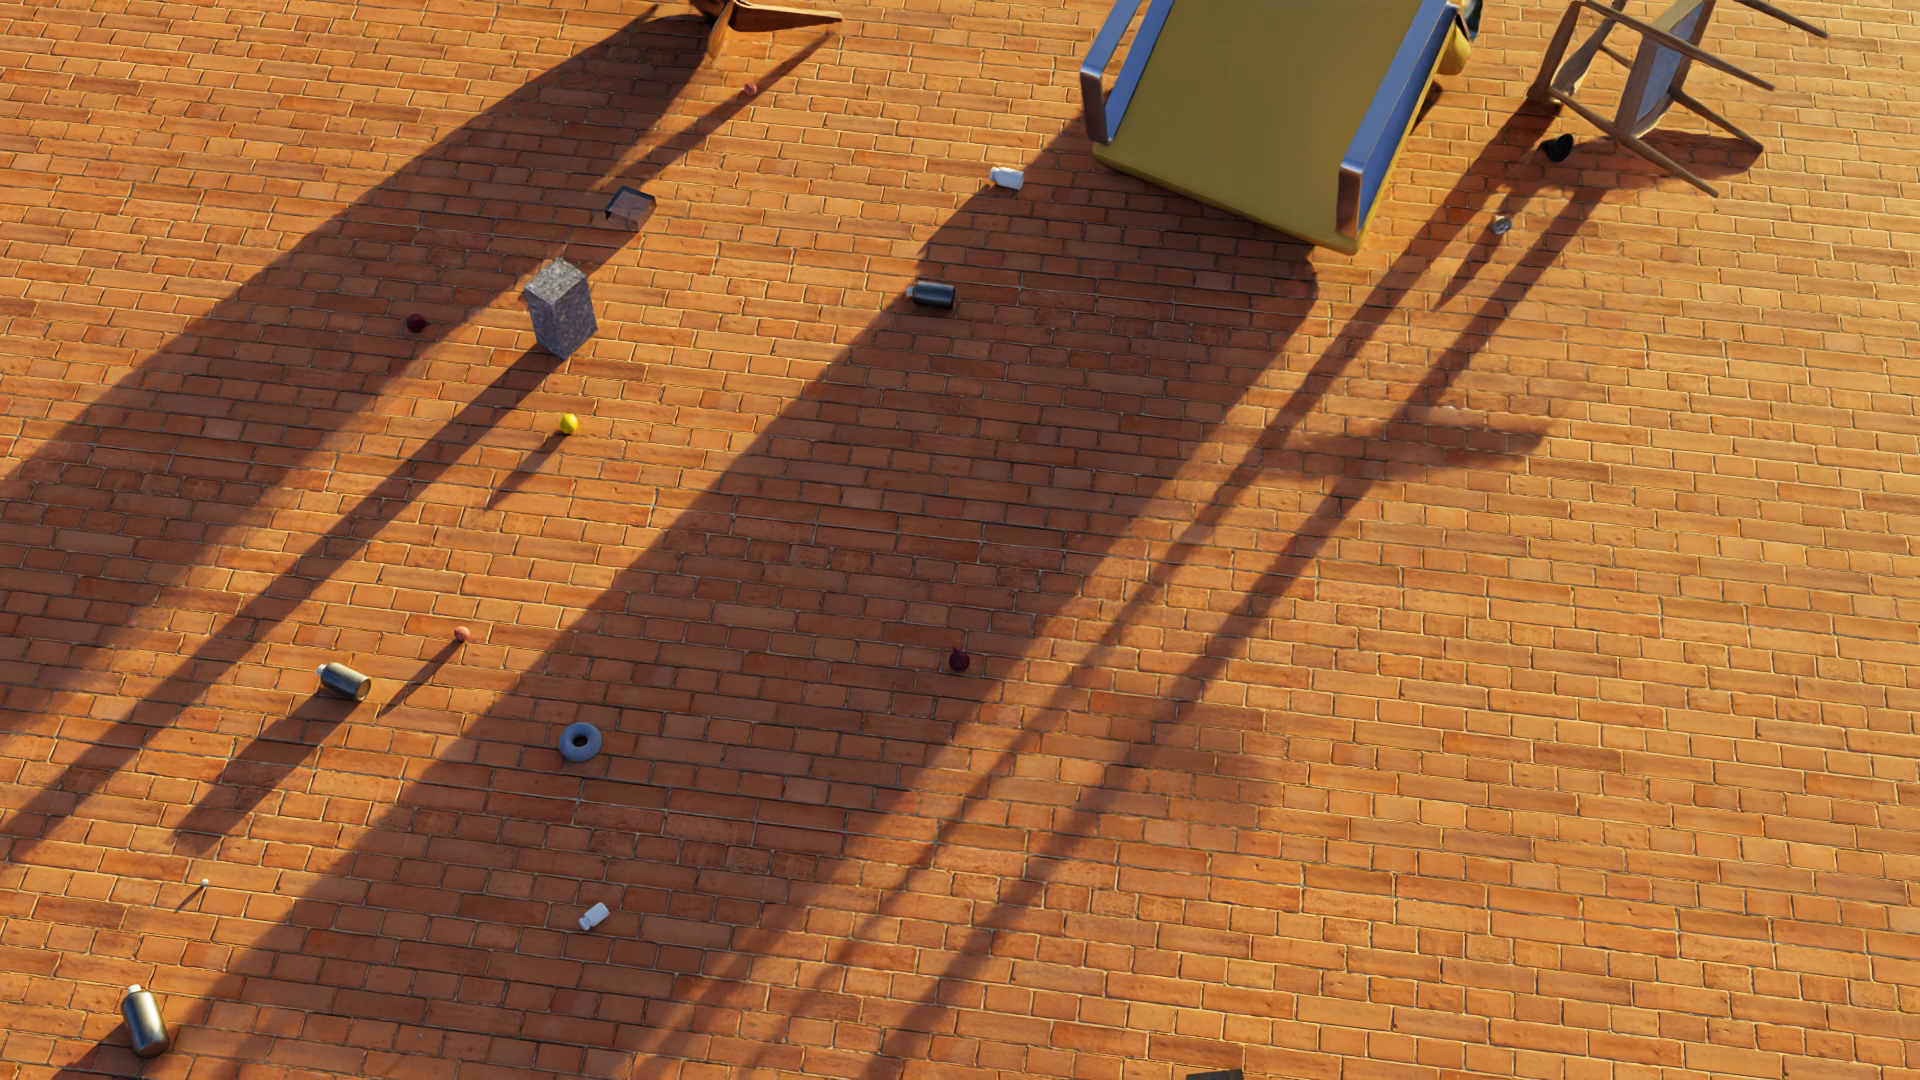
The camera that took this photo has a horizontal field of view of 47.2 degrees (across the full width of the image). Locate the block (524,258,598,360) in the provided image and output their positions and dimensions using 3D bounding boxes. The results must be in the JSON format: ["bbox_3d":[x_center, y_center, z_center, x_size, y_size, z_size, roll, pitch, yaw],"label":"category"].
[{"bbox_3d":[-1.251,-0.724,6.896,0.120,0.272,0.155,33,62,20],"label":"block"}]

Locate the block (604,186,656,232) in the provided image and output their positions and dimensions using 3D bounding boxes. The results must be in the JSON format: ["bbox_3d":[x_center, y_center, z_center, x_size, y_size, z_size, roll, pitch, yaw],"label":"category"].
[{"bbox_3d":[-1.090,-1.097,7.278,0.124,0.054,0.120,21,59,13],"label":"block"}]

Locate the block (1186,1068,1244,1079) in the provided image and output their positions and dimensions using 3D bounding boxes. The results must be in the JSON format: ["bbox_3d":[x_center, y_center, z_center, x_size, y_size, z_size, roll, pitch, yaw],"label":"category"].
[{"bbox_3d":[0.655,1.475,5.526,0.142,0.097,0.254,-5,56,-3],"label":"block"}]

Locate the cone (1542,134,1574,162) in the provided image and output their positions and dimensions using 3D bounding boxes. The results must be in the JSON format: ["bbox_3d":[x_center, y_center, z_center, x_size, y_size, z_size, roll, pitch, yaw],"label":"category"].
[{"bbox_3d":[2.004,-1.338,7.448,0.114,0.087,0.095,-44,39,-8],"label":"cone"}]

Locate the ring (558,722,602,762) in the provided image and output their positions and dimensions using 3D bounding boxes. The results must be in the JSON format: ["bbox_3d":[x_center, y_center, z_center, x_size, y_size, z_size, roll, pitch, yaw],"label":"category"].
[{"bbox_3d":[-1.064,0.566,6.165,0.122,0.049,0.118,-12,58,-7],"label":"ring"}]

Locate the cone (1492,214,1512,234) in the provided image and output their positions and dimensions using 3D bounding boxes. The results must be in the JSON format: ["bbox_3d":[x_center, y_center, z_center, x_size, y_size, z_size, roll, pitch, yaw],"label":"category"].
[{"bbox_3d":[1.780,-1.057,7.266,0.070,0.058,0.084,-18,37,6],"label":"cone"}]
